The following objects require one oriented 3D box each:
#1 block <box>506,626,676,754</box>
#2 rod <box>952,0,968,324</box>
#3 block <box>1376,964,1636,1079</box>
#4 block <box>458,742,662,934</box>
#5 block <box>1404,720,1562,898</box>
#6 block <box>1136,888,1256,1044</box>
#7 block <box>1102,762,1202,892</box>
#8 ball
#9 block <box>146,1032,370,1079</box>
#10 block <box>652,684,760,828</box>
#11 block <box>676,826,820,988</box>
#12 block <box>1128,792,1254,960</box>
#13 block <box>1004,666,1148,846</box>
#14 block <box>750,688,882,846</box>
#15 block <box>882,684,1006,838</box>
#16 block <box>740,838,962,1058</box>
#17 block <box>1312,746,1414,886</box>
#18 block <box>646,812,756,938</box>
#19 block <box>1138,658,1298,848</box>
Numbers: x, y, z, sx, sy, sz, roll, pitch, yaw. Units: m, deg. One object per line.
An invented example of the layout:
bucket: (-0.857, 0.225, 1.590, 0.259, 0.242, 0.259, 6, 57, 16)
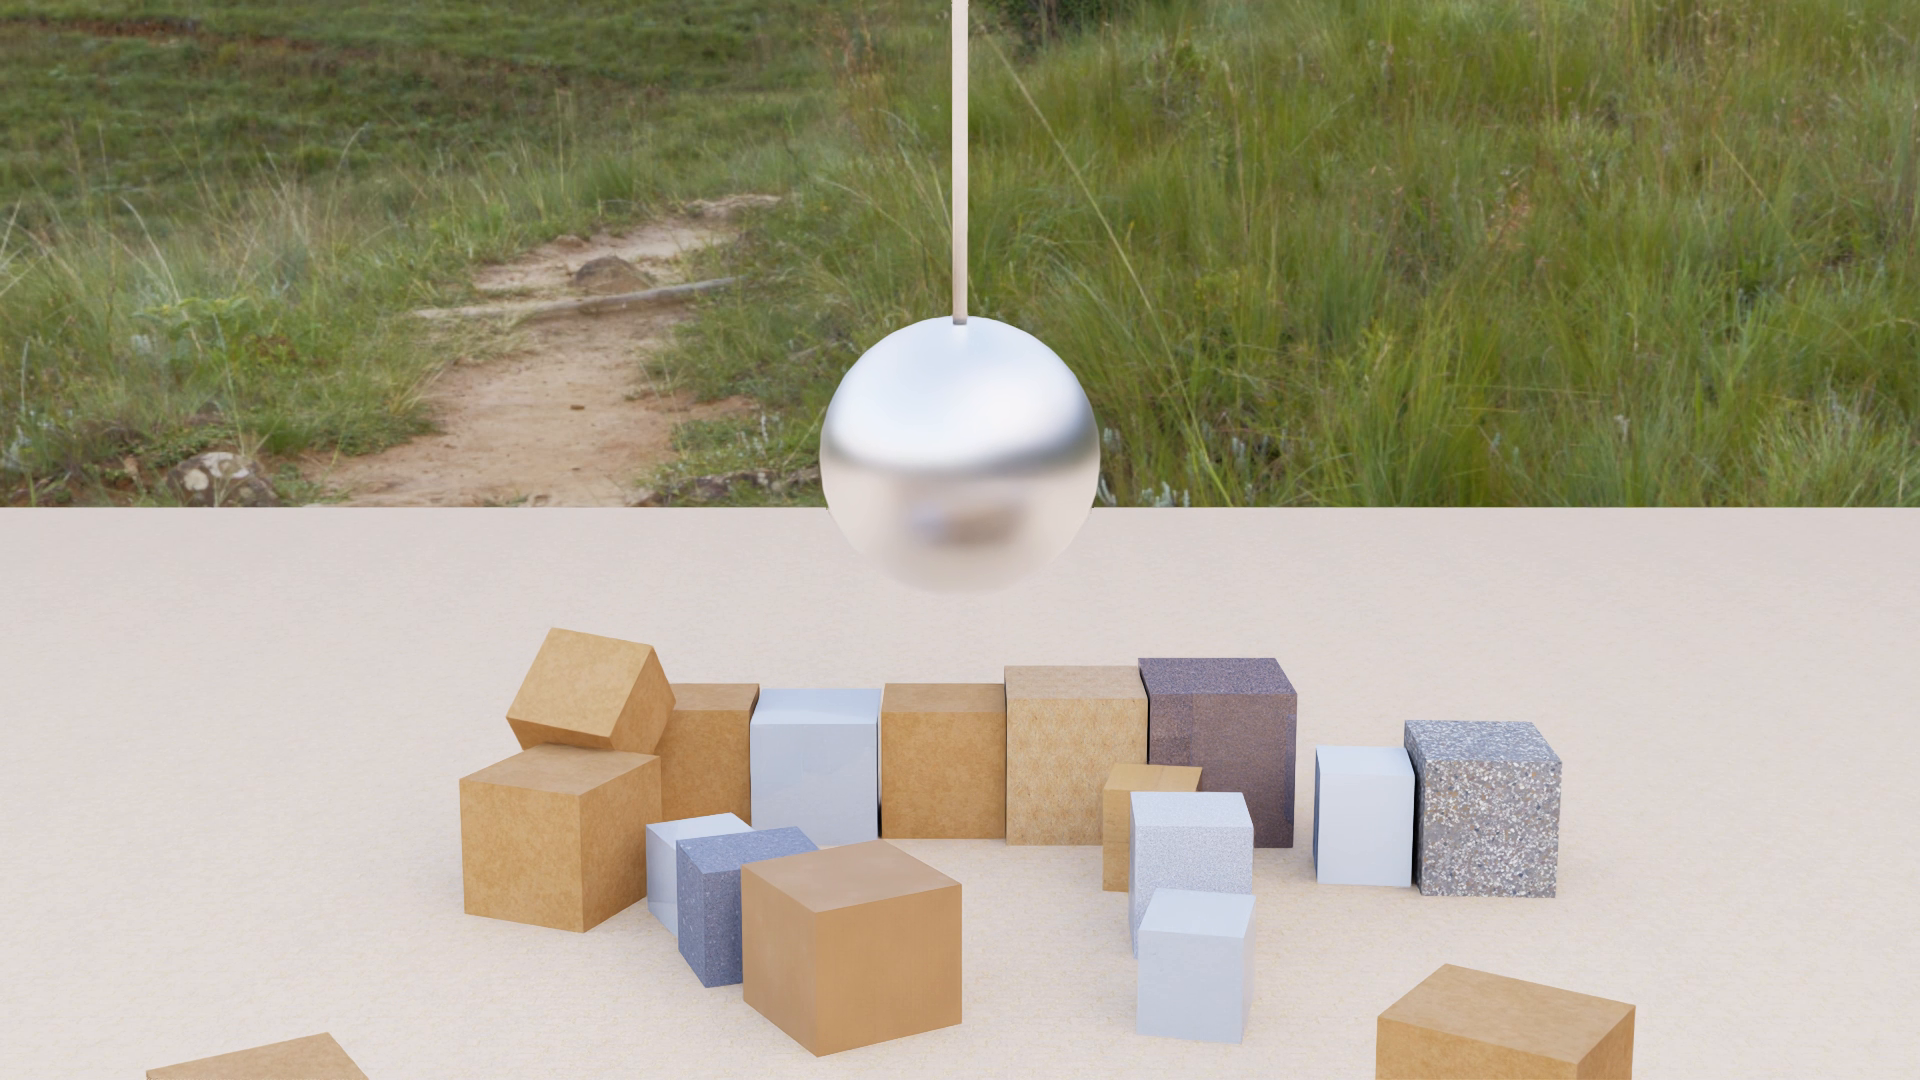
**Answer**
block: (-1.803, 0.830, 10.804, 0.555, 0.483, 0.547, 9, 54, 17)
rod: (0.000, -3.586, 11.136, 0.080, 5.200, 0.080, 0, 24, 0)
block: (1.795, 1.884, 7.272, 0.664, 0.692, 0.572, 7, 12, 34)
block: (-1.846, 1.369, 10.240, 0.642, 0.642, 0.693, 4, 11, 23)
block: (2.504, 1.288, 10.633, 0.624, 0.661, 0.723, 1, 10, 3)
block: (0.962, 1.716, 8.899, 0.413, 0.440, 0.504, 2, 11, 13)
block: (0.927, 1.383, 10.554, 0.427, 0.502, 0.447, 2, 10, 11)
ball: (0.000, -0.471, 12.497, 1.600, 1.600, 1.600, 0, 10, 0)
block: (-2.181, 1.993, 6.934, 0.581, 0.597, 0.589, -6, 12, -32)
block: (-1.367, 1.140, 11.406, 0.613, 0.676, 0.557, 0, 10, 0)
block: (-0.897, 1.576, 9.494, 0.548, 0.502, 0.477, -4, 11, -20)
block: (1.015, 1.480, 9.742, 0.504, 0.601, 0.509, 0, 10, 2)
block: (0.585, 1.103, 11.370, 0.702, 0.762, 0.707, 0, 10, 0)
block: (-0.734, 1.165, 11.390, 0.633, 0.632, 0.716, 0, 10, 0)
block: (-0.082, 1.141, 11.434, 0.630, 0.664, 0.602, 0, 10, 0)
block: (-0.444, 1.636, 8.921, 0.654, 0.588, 0.667, -6, 12, -30)
block: (1.956, 1.335, 10.689, 0.440, 0.549, 0.488, 1, 10, 6)
block: (-1.160, 1.526, 10.032, 0.420, 0.408, 0.432, -5, 11, -26)
block: (1.309, 1.087, 11.362, 0.729, 0.797, 0.778, 0, 10, 0)
